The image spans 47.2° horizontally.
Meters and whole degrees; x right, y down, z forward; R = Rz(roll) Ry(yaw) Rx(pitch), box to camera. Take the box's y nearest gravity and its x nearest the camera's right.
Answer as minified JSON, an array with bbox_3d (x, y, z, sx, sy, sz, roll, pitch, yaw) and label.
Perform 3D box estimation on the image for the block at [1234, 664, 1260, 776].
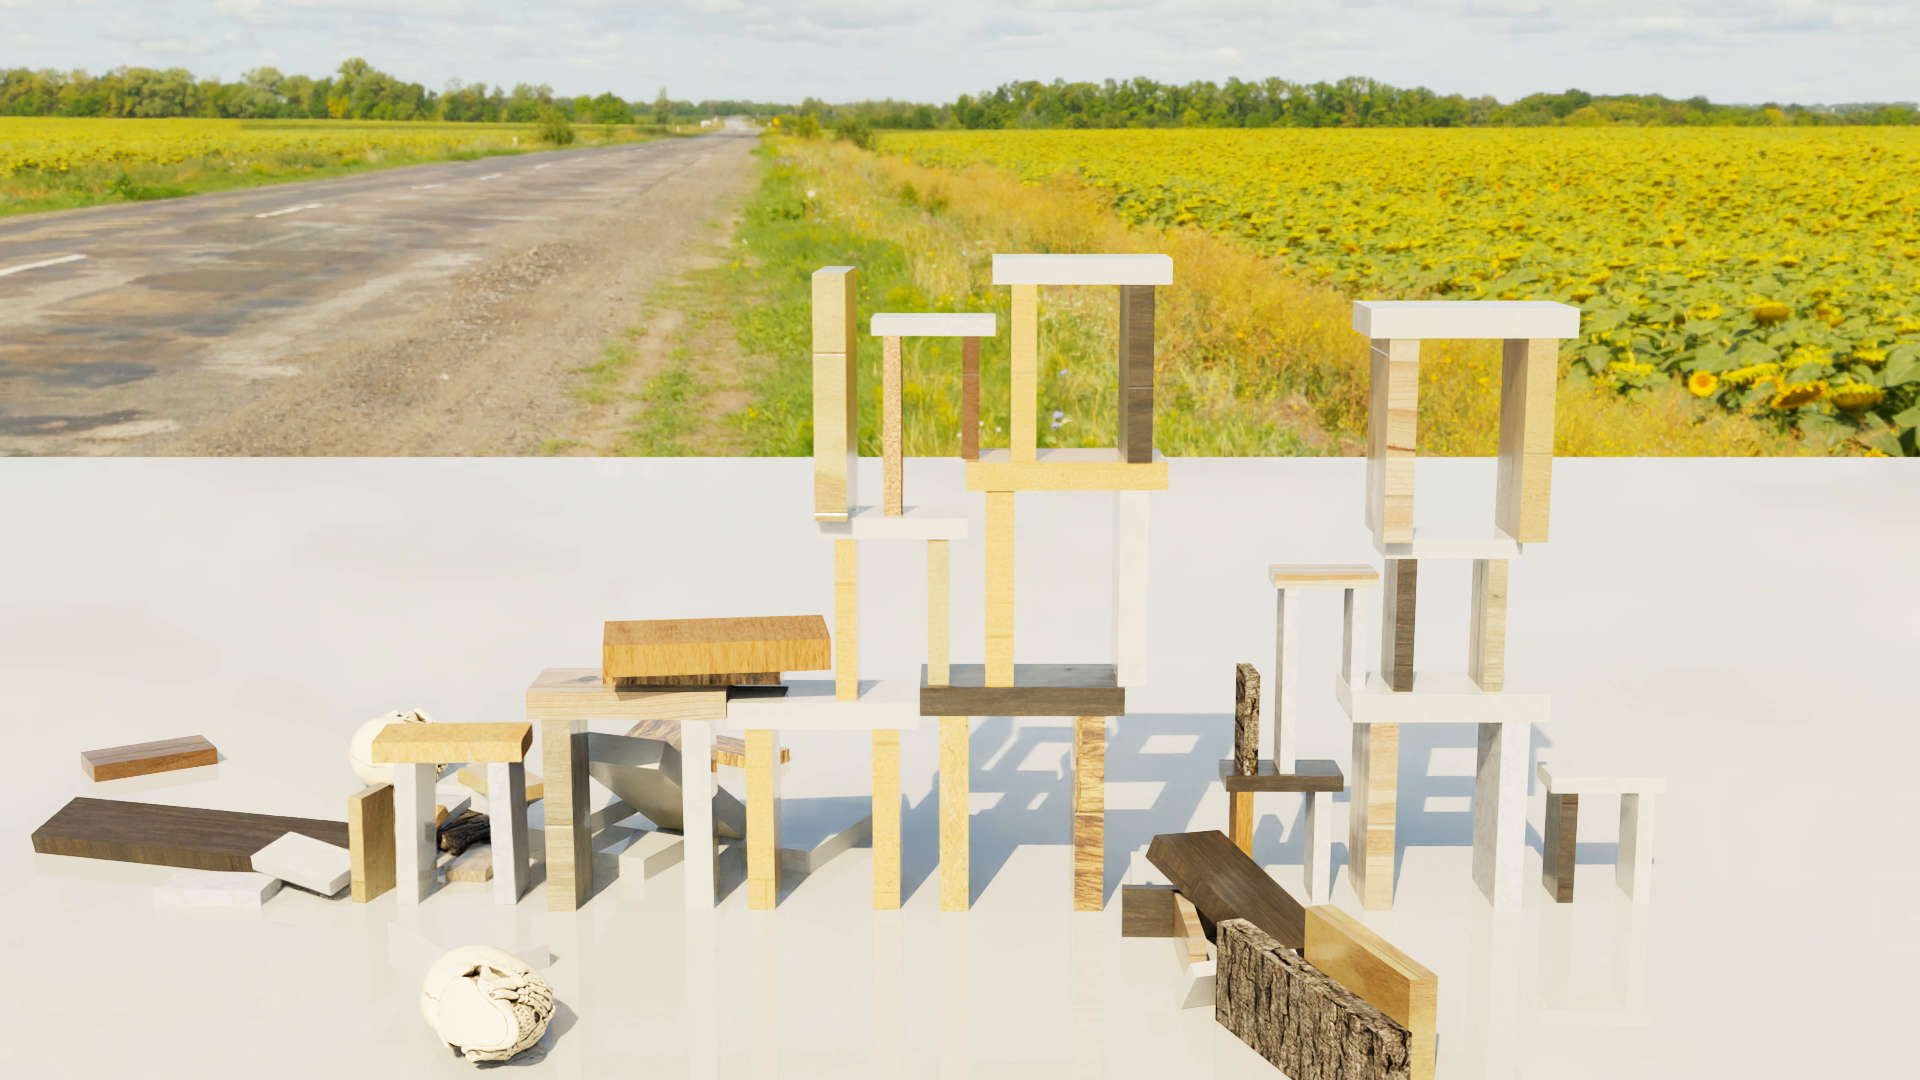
[{"bbox_3d":[0.471,0.293,3.609,0.024,0.167,0.084,-1,11,-3],"label":"block"}]

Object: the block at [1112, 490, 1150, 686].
[{"bbox_3d":[0.276,0.064,3.575,0.045,0.319,0.159,0,11,0],"label":"block"}]

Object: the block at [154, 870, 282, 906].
[{"bbox_3d":[-1.233,0.579,3.658,0.180,0.026,0.090,1,11,5],"label":"block"}]

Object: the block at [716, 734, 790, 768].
[{"bbox_3d":[-0.448,0.431,4.452,0.187,0.027,0.094,7,13,33],"label":"block"}]

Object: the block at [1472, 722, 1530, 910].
[{"bbox_3d":[0.894,0.434,3.639,0.045,0.317,0.158,0,11,0],"label":"block"}]

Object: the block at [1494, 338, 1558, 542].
[{"bbox_3d":[0.907,-0.169,3.524,0.046,0.323,0.162,0,11,0],"label":"block"}]

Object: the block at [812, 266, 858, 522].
[{"bbox_3d":[-0.198,-0.237,3.512,0.051,0.388,0.180,1,11,3],"label":"block"}]

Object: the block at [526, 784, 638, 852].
[{"bbox_3d":[-0.695,0.490,3.898,0.131,0.037,0.261,5,12,26],"label":"block"}]

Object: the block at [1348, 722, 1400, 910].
[{"bbox_3d":[0.683,0.434,3.639,0.045,0.317,0.158,0,11,0],"label":"block"}]

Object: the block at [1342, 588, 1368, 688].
[{"bbox_3d":[0.645,0.152,3.592,0.024,0.167,0.083,0,11,0],"label":"block"}]

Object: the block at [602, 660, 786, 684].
[{"bbox_3d":[-0.435,0.204,3.636,0.289,0.038,0.135,0,11,1],"label":"block"}]

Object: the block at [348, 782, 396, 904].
[{"bbox_3d":[-0.975,0.502,3.650,0.025,0.180,0.090,4,11,19],"label":"block"}]

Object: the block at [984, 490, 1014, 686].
[{"bbox_3d":[0.063,0.064,3.576,0.045,0.319,0.159,0,11,0],"label":"block"}]

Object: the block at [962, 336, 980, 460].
[{"bbox_3d":[0.017,-0.233,3.520,0.028,0.195,0.098,1,11,0],"label":"block"}]

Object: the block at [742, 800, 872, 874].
[{"bbox_3d":[-0.263,0.525,3.914,0.135,0.038,0.271,5,12,24],"label":"block"}]

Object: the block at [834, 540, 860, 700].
[{"bbox_3d":[-0.182,0.118,3.578,0.034,0.265,0.119,0,11,0],"label":"block"}]

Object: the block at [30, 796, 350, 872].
[{"bbox_3d":[-1.315,0.523,3.843,0.622,0.037,0.130,3,25,16],"label":"block"}]

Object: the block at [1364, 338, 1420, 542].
[{"bbox_3d":[0.691,-0.169,3.523,0.046,0.323,0.162,0,11,0],"label":"block"}]

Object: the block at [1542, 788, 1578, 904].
[{"bbox_3d":[0.997,0.497,3.653,0.027,0.188,0.094,0,11,0],"label":"block"}]

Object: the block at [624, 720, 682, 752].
[{"bbox_3d":[-0.622,0.408,4.557,0.118,0.033,0.236,2,11,8],"label":"block"}]

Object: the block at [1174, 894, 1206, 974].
[{"bbox_3d":[0.348,0.610,3.332,0.024,0.084,0.204,0,11,-1],"label":"block"}]

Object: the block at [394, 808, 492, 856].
[{"bbox_3d":[-0.926,0.517,3.968,0.236,0.033,0.118,9,14,40],"label":"block"}]

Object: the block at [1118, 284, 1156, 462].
[{"bbox_3d":[0.280,-0.271,3.498,0.039,0.278,0.139,0,11,-2],"label":"block"}]

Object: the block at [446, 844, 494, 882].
[{"bbox_3d":[-0.829,0.557,3.794,0.071,0.020,0.141,1,11,7],"label":"block"}]

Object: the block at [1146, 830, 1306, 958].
[{"bbox_3d":[0.436,0.555,3.400,0.148,0.042,0.295,2,28,-40],"label":"block"}]

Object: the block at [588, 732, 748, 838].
[{"bbox_3d":[-0.521,0.430,3.847,0.180,0.051,0.359,4,-24,23],"label":"block"}]

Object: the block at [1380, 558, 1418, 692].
[{"bbox_3d":[0.714,0.127,3.580,0.031,0.219,0.109,0,11,0],"label":"block"}]

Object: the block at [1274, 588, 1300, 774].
[{"bbox_3d":[0.535,0.222,3.605,0.024,0.309,0.083,0,11,0],"label":"block"}]

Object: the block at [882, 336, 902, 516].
[{"bbox_3d":[-0.107,-0.188,3.528,0.028,0.287,0.098,0,11,0],"label":"block"}]

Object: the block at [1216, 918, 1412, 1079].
[{"bbox_3d":[0.464,0.650,2.942,0.042,0.148,0.437,-4,11,-21],"label":"block"}]

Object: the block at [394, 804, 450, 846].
[{"bbox_3d":[-0.967,0.514,3.849,0.071,0.020,0.141,8,41,36],"label":"block"}]

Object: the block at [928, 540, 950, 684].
[{"bbox_3d":[-0.035,0.105,3.576,0.034,0.238,0.119,0,11,0],"label":"block"}]

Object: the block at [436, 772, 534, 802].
[{"bbox_3d":[-0.901,0.475,4.216,0.187,0.027,0.094,3,11,18],"label":"block"}]

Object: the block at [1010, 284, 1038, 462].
[{"bbox_3d":[0.100,-0.273,3.507,0.039,0.278,0.139,0,11,0],"label":"block"}]

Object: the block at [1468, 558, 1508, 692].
[{"bbox_3d":[0.860,0.127,3.580,0.031,0.219,0.109,0,11,0],"label":"block"}]

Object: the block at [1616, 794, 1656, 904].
[{"bbox_3d":[1.122,0.497,3.653,0.027,0.188,0.094,0,11,0],"label":"block"}]
